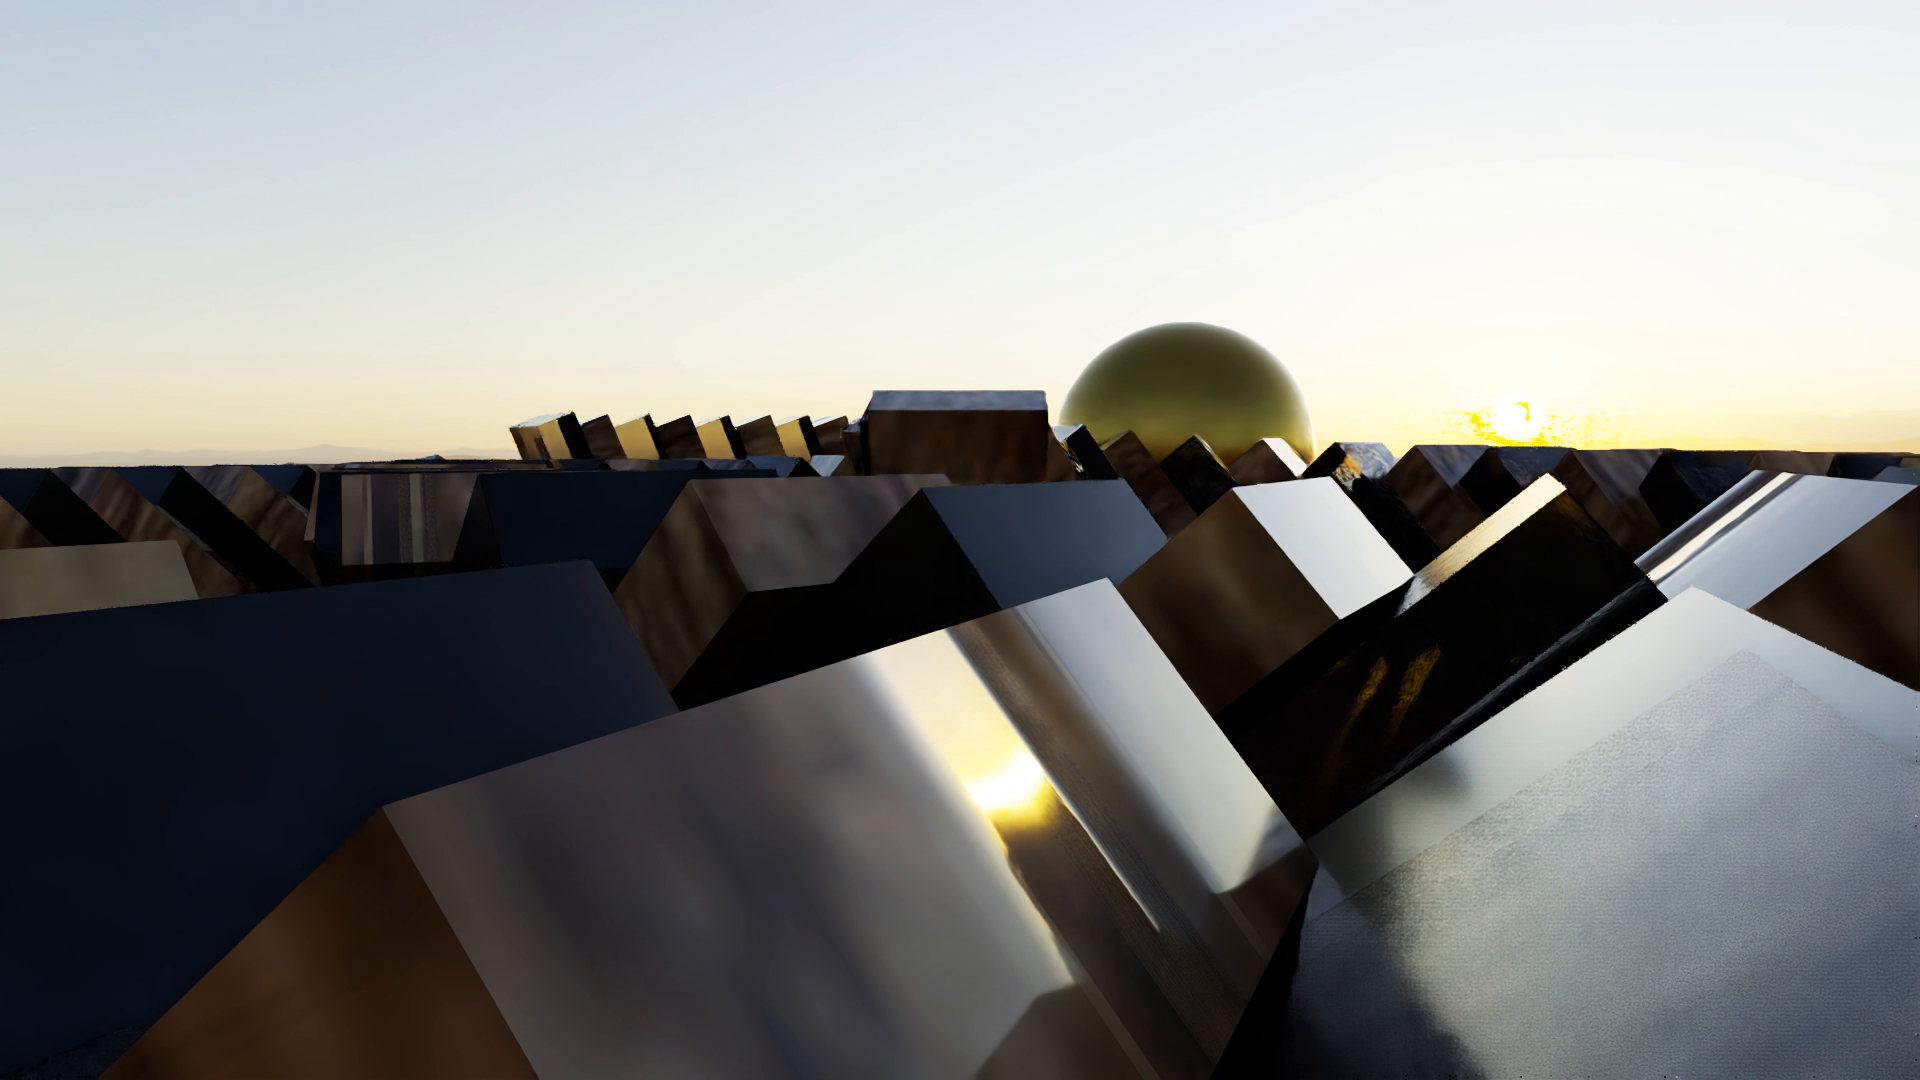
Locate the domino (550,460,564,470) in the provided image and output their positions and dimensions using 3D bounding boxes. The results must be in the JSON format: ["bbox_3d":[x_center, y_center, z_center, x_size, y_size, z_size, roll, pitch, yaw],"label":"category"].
[{"bbox_3d":[-0.069,0.006,0.224,0.025,0.010,0.050,1,-36,23],"label":"domino"}]

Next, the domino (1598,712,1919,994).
[{"bbox_3d":[0.072,0.016,0.093,0.050,0.010,0.025,-42,10,-4],"label":"domino"}]

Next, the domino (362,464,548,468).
[{"bbox_3d":[-0.068,0.008,0.190,0.025,0.009,0.050,0,-36,1],"label":"domino"}]

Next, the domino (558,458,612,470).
[{"bbox_3d":[-0.064,0.005,0.239,0.025,0.010,0.050,2,-36,28],"label":"domino"}]

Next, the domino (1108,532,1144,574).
[{"bbox_3d":[0.029,-0.001,0.322,0.050,0.010,0.025,40,-2,-9],"label":"domino"}]

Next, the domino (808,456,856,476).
[{"bbox_3d":[-0.016,0.000,0.305,0.050,0.009,0.025,42,-13,-20],"label":"domino"}]

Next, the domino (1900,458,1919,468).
[{"bbox_3d":[0.136,0.010,0.161,0.025,0.009,0.050,2,47,24],"label":"domino"}]

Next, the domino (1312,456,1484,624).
[{"bbox_3d":[0.110,-0.001,0.320,0.050,0.010,0.025,46,24,20],"label":"domino"}]

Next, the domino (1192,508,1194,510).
[{"bbox_3d":[0.061,-0.002,0.327,0.050,0.010,0.025,40,8,3],"label":"domino"}]

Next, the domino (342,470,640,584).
[{"bbox_3d":[-0.047,0.013,0.130,0.025,0.009,0.050,-2,-36,-23],"label":"domino"}]

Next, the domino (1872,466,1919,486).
[{"bbox_3d":[0.056,0.016,0.088,0.050,0.010,0.025,-42,2,4],"label":"domino"}]

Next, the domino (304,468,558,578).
[{"bbox_3d":[-0.061,0.011,0.159,0.025,0.009,0.050,-1,-36,-12],"label":"domino"}]

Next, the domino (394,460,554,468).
[{"bbox_3d":[-0.070,0.007,0.207,0.025,0.010,0.050,1,-37,11],"label":"domino"}]

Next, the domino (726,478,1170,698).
[{"bbox_3d":[-0.008,0.015,0.100,0.050,0.009,0.025,-45,-23,30],"label":"domino"}]

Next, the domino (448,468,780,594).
[{"bbox_3d":[-0.035,0.014,0.118,0.025,0.010,0.050,-3,-36,-36],"label":"domino"}]

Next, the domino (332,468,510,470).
[{"bbox_3d":[-0.065,0.010,0.175,0.025,0.010,0.050,0,-36,-5],"label":"domino"}]

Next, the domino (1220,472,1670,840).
[{"bbox_3d":[0.023,0.016,0.088,0.050,0.009,0.025,-43,-11,20],"label":"domino"}]

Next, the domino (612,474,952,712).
[{"bbox_3d":[-0.021,0.014,0.108,0.025,0.010,0.050,-5,-35,-47],"label":"domino"}]

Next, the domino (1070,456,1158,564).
[{"bbox_3d":[0.045,-0.001,0.326,0.050,0.009,0.025,40,4,-2],"label":"domino"}]

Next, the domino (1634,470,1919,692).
[{"bbox_3d":[0.039,0.016,0.086,0.050,0.010,0.025,-42,-6,14],"label":"domino"}]

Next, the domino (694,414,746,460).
[{"bbox_3d":[-0.060,-0.009,0.349,0.010,0.050,0.025,-23,12,-17],"label":"domino"}]

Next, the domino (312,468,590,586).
[{"bbox_3d":[-0.055,0.012,0.144,0.025,0.010,0.050,-2,-36,-18],"label":"domino"}]

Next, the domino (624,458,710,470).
[{"bbox_3d":[-0.049,0.003,0.268,0.025,0.010,0.050,4,-34,41],"label":"domino"}]

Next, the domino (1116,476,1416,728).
[{"bbox_3d":[0.008,0.016,0.093,0.050,0.009,0.025,-44,-16,24],"label":"domino"}]

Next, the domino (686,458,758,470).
[{"bbox_3d":[-0.039,0.002,0.281,0.025,0.010,0.050,5,-33,48],"label":"domino"}]

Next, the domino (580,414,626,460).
[{"bbox_3d":[-0.088,-0.007,0.333,0.009,0.050,0.025,-25,13,-20],"label":"domino"}]

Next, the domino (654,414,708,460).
[{"bbox_3d":[-0.069,-0.008,0.345,0.010,0.050,0.025,-23,12,-17],"label":"domino"}]

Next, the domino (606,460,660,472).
[{"bbox_3d":[-0.057,0.004,0.254,0.025,0.010,0.050,3,-35,35],"label":"domino"}]

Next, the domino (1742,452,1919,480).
[{"bbox_3d":[0.140,0.007,0.193,0.025,0.010,0.050,1,47,6],"label":"domino"}]

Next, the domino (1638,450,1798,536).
[{"bbox_3d":[0.135,0.006,0.209,0.025,0.010,0.050,0,48,-6],"label":"domino"}]

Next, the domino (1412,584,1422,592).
[{"bbox_3d":[0.094,-0.002,0.325,0.050,0.009,0.025,43,18,14],"label":"domino"}]

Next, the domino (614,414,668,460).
[{"bbox_3d":[-0.078,-0.008,0.340,0.009,0.050,0.025,-24,12,-17],"label":"domino"}]

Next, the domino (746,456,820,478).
[{"bbox_3d":[-0.028,0.001,0.293,0.050,0.010,0.025,45,-22,-30],"label":"domino"}]

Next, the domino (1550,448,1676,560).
[{"bbox_3d":[0.127,0.005,0.224,0.025,0.010,0.050,-2,49,-19],"label":"domino"}]

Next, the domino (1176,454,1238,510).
[{"bbox_3d":[0.078,-0.002,0.326,0.050,0.009,0.025,42,12,7],"label":"domino"}]

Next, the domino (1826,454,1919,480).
[{"bbox_3d":[0.139,0.009,0.177,0.025,0.009,0.050,2,47,16],"label":"domino"}]
